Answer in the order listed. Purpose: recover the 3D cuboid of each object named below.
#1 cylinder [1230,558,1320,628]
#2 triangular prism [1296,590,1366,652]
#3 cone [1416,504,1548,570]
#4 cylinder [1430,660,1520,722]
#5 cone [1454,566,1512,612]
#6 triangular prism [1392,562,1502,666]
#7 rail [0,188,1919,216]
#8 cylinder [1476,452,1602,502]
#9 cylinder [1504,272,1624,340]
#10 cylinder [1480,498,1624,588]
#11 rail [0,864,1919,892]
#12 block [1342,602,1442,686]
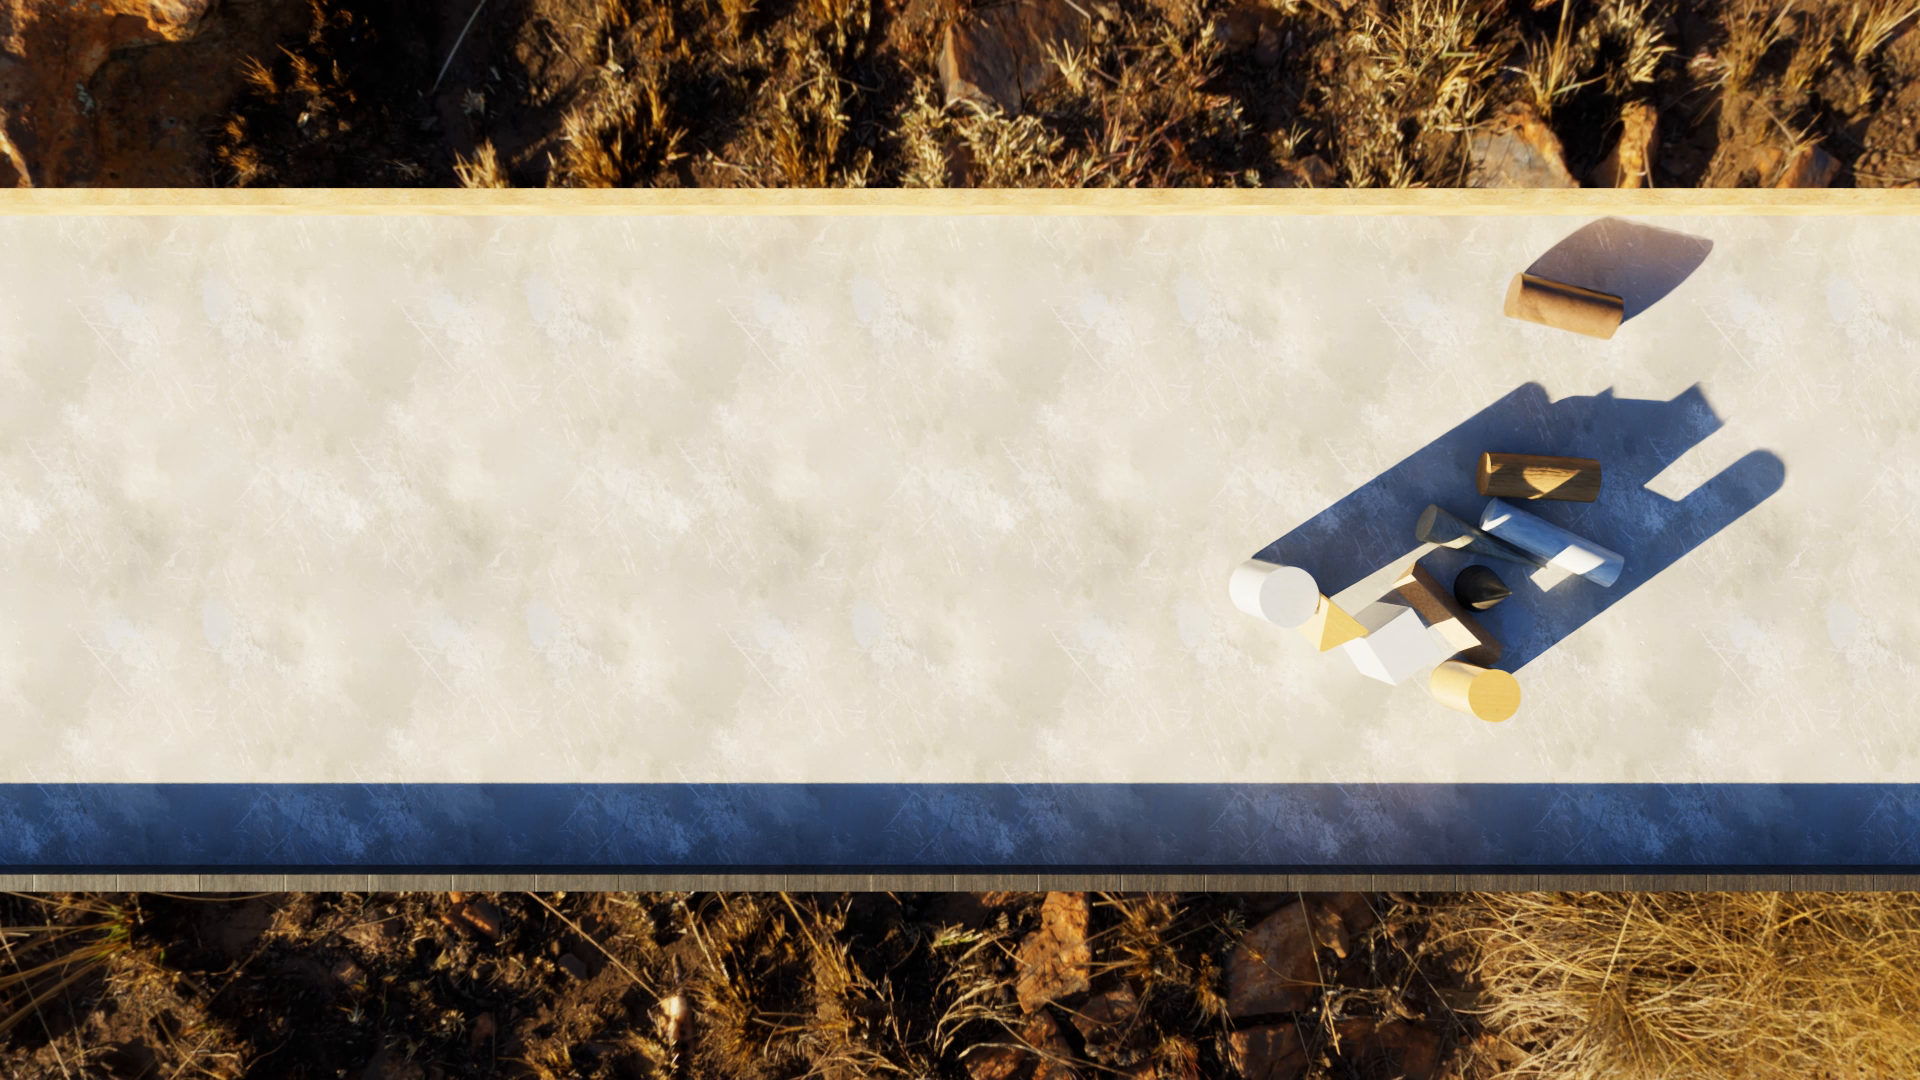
[{"bbox_3d":[0.931,0.155,4.907,0.179,0.319,0.179,0,94,-6],"label":"cylinder"},{"bbox_3d":[1.059,0.192,4.883,0.148,0.365,0.128,-23,105,0],"label":"triangular prism"},{"bbox_3d":[1.616,0.018,5.047,0.425,0.118,0.118,20,90,-8],"label":"cone"},{"bbox_3d":[1.521,0.444,4.884,0.152,0.384,0.152,0,90,0],"label":"cylinder"},{"bbox_3d":[1.593,0.152,4.915,0.147,0.322,0.147,0,91,0],"label":"cone"},{"bbox_3d":[1.498,0.232,5.030,0.374,0.088,0.101,44,90,0],"label":"triangular prism"},{"bbox_3d":[-2.247,-1.025,5.002,12.000,0.150,0.050,0,90,0],"label":"rail"},{"bbox_3d":[1.756,-0.191,5.009,0.334,0.134,0.134,4,90,0],"label":"cylinder"},{"bbox_3d":[1.831,-0.710,5.009,0.314,0.136,0.136,13,90,0],"label":"cylinder"},{"bbox_3d":[1.800,0.007,5.022,0.422,0.107,0.107,25,90,0],"label":"cylinder"},{"bbox_3d":[-2.247,1.025,5.001,12.000,0.150,0.050,0,90,0],"label":"rail"},{"bbox_3d":[1.258,0.301,4.876,0.160,0.399,0.160,-34,90,0],"label":"block"}]
